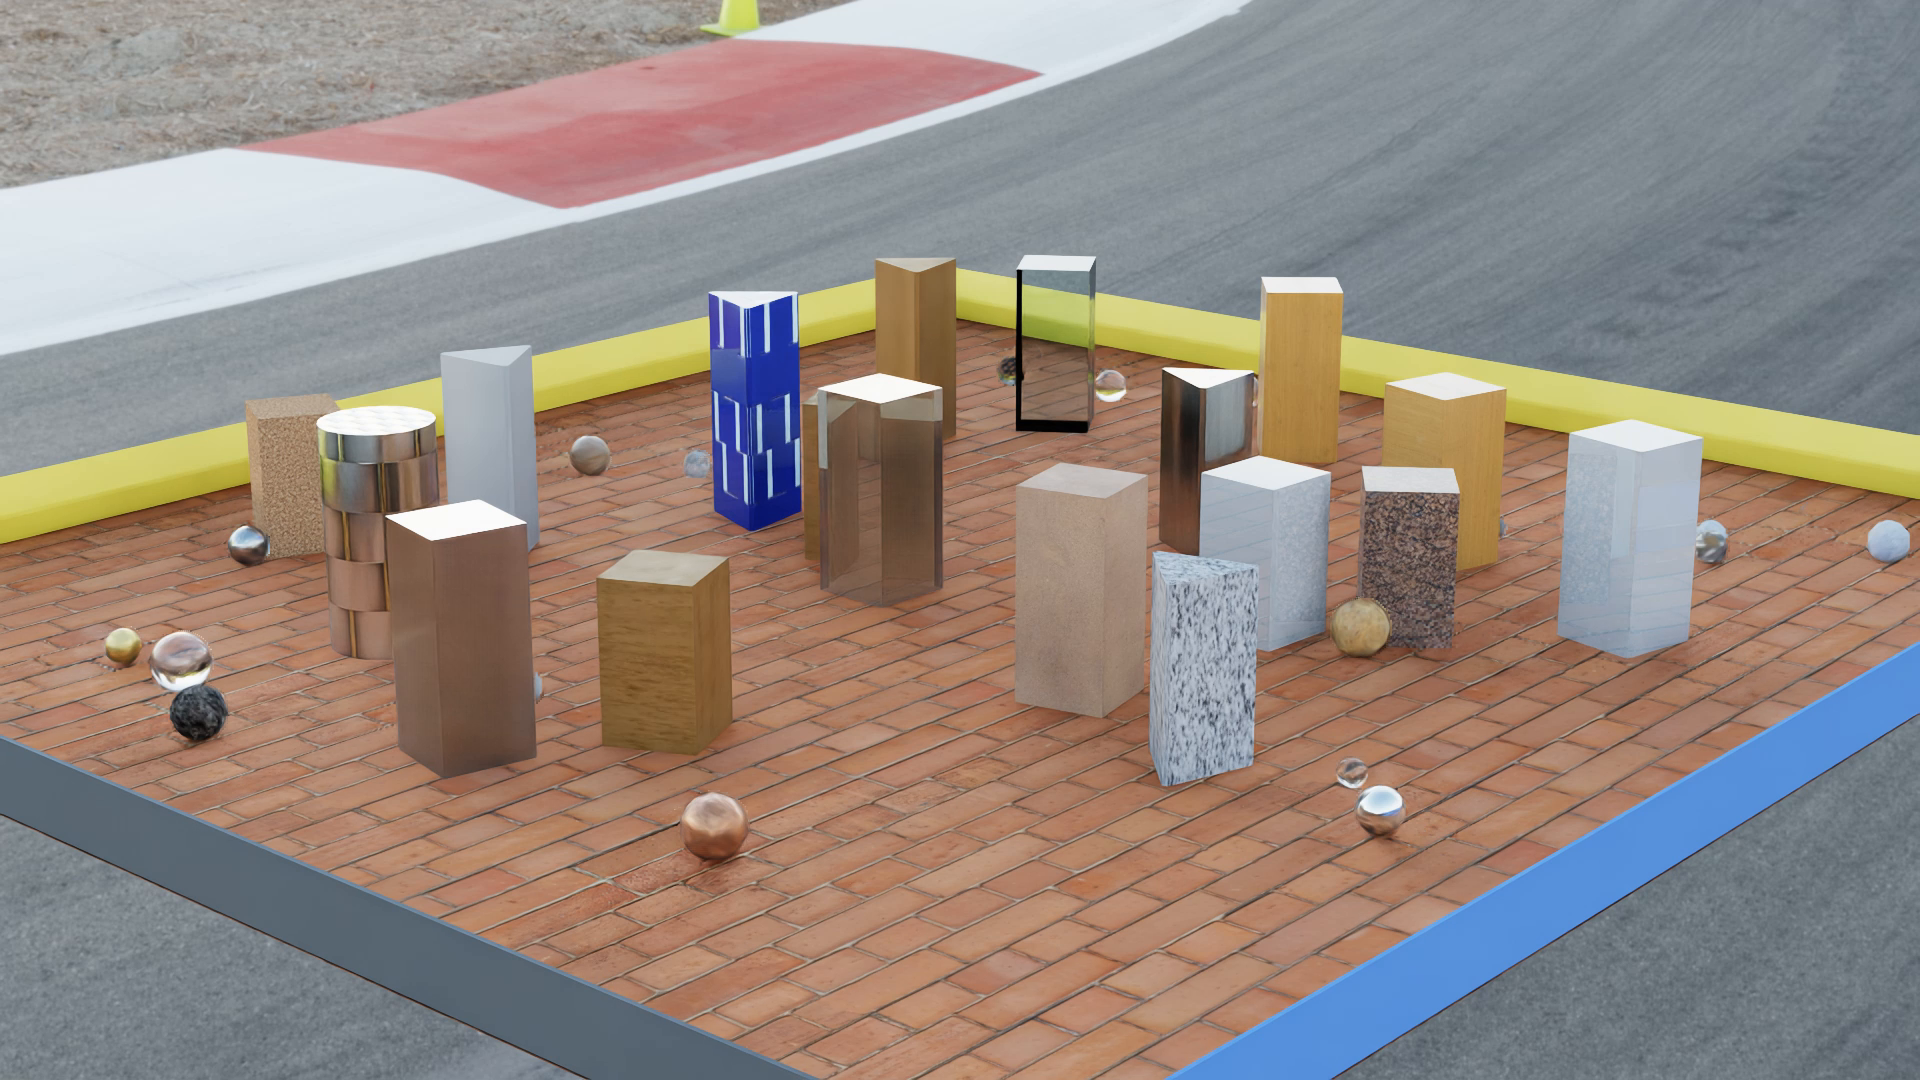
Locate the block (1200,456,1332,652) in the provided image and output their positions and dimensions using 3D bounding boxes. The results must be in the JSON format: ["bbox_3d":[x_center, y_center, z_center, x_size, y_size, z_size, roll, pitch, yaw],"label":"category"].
[{"bbox_3d":[0.507,0.021,4.892,0.152,0.277,0.152,16,23,42],"label":"block"}]

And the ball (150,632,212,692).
[{"bbox_3d":[-1.232,0.193,4.637,0.095,0.095,0.095,0,17,0],"label":"ball"}]

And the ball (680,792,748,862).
[{"bbox_3d":[-0.335,0.390,3.988,0.093,0.093,0.093,0,17,0],"label":"ball"}]

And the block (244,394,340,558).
[{"bbox_3d":[-1.215,-0.119,5.383,0.152,0.261,0.152,-7,18,-21],"label":"block"}]

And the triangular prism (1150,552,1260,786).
[{"bbox_3d":[0.326,0.180,4.312,0.165,0.307,0.142,-11,20,-32],"label":"triangular prism"}]

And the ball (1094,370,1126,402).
[{"bbox_3d":[0.330,-0.338,6.436,0.071,0.071,0.071,0,17,0],"label":"ball"}]

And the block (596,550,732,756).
[{"bbox_3d":[-0.444,0.168,4.426,0.152,0.265,0.152,5,17,16],"label":"block"}]

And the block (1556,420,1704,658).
[{"bbox_3d":[1.107,-0.004,4.848,0.152,0.350,0.152,-12,21,-35],"label":"block"}]

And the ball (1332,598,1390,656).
[{"bbox_3d":[0.655,0.144,4.800,0.095,0.095,0.095,0,17,0],"label":"ball"}]

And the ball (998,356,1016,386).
[{"bbox_3d":[0.116,-0.379,6.583,0.064,0.064,0.064,0,17,0],"label":"ball"}]

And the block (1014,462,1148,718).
[{"bbox_3d":[0.189,0.076,4.577,0.152,0.353,0.152,9,19,27],"label":"block"}]

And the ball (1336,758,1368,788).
[{"bbox_3d":[0.568,0.337,4.248,0.045,0.045,0.045,0,17,0],"label":"ball"}]

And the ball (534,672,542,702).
[{"bbox_3d":[-0.682,0.229,4.581,0.059,0.059,0.059,0,17,0],"label":"ball"}]

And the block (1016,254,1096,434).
[{"bbox_3d":[0.203,-0.416,6.215,0.152,0.348,0.152,2,17,7],"label":"block"}]

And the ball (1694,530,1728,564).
[{"bbox_3d":[1.354,0.012,5.294,0.060,0.060,0.060,0,17,0],"label":"ball"}]

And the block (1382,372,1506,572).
[{"bbox_3d":[0.867,-0.121,5.281,0.152,0.323,0.152,-11,20,-33],"label":"block"}]

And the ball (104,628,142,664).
[{"bbox_3d":[-1.360,0.173,4.767,0.058,0.058,0.058,0,17,0],"label":"ball"}]

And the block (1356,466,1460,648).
[{"bbox_3d":[0.744,0.028,4.886,0.152,0.267,0.152,1,17,5],"label":"block"}]

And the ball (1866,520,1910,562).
[{"bbox_3d":[1.679,0.003,5.300,0.076,0.076,0.076,0,17,0],"label":"ball"}]

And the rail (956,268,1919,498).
[{"bbox_3d":[1.079,-0.329,6.311,3.059,0.123,0.045,14,22,39],"label":"rail"}]

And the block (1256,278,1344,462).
[{"bbox_3d":[0.692,-0.348,5.984,0.152,0.351,0.152,0,17,2],"label":"block"}]

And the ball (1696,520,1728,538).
[{"bbox_3d":[1.373,-0.007,5.364,0.058,0.058,0.058,0,17,0],"label":"ball"}]

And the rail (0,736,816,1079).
[{"bbox_3d":[-1.079,0.390,3.931,3.059,0.123,0.045,14,22,39],"label":"rail"}]

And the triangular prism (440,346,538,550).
[{"bbox_3d":[-0.826,-0.161,5.336,0.165,0.369,0.142,12,21,35],"label":"triangular prism"}]

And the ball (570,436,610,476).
[{"bbox_3d":[-0.739,-0.169,5.859,0.080,0.080,0.080,0,17,0],"label":"ball"}]

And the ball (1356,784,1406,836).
[{"bbox_3d":[0.585,0.375,4.076,0.070,0.070,0.070,0,17,0],"label":"ball"}]

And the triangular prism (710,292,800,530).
[{"bbox_3d":[-0.409,-0.251,5.535,0.142,0.426,0.165,10,19,29],"label":"triangular prism"}]

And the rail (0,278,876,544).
[{"bbox_3d":[-1.137,-0.255,6.066,0.045,0.123,3.340,14,22,39],"label":"rail"}]

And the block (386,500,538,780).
[{"bbox_3d":[-0.736,0.145,4.331,0.152,0.364,0.152,-12,20,-34],"label":"block"}]

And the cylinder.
[{"bbox_3d":[-0.950,-0.013,4.826,0.190,0.380,0.190,0,17,0],"label":"cylinder"}]

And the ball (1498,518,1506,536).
[{"bbox_3d":[0.992,-0.024,5.450,0.041,0.041,0.041,0,17,0],"label":"ball"}]

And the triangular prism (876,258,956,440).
[{"bbox_3d":[-0.070,-0.393,6.089,0.142,0.376,0.165,-10,20,-30],"label":"triangular prism"}]

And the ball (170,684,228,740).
[{"bbox_3d":[-1.151,0.260,4.433,0.084,0.084,0.084,0,17,0],"label":"ball"}]

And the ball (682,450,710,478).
[{"bbox_3d":[-0.525,-0.151,5.845,0.054,0.054,0.054,0,17,0],"label":"ball"}]

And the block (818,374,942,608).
[{"bbox_3d":[-0.137,-0.088,5.101,0.152,0.364,0.152,15,23,41],"label":"block"}]

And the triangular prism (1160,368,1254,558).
[{"bbox_3d":[0.427,-0.145,5.358,0.142,0.325,0.165,13,21,36],"label":"triangular prism"}]

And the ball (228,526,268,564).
[{"bbox_3d":[-1.284,0.010,5.287,0.070,0.070,0.070,0,17,0],"label":"ball"}]

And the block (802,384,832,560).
[{"bbox_3d":[-0.189,-0.120,5.333,0.152,0.291,0.152,4,17,14],"label":"block"}]

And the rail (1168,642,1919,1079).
[{"bbox_3d":[1.137,0.316,4.176,0.045,0.123,3.340,14,22,39],"label":"rail"}]
